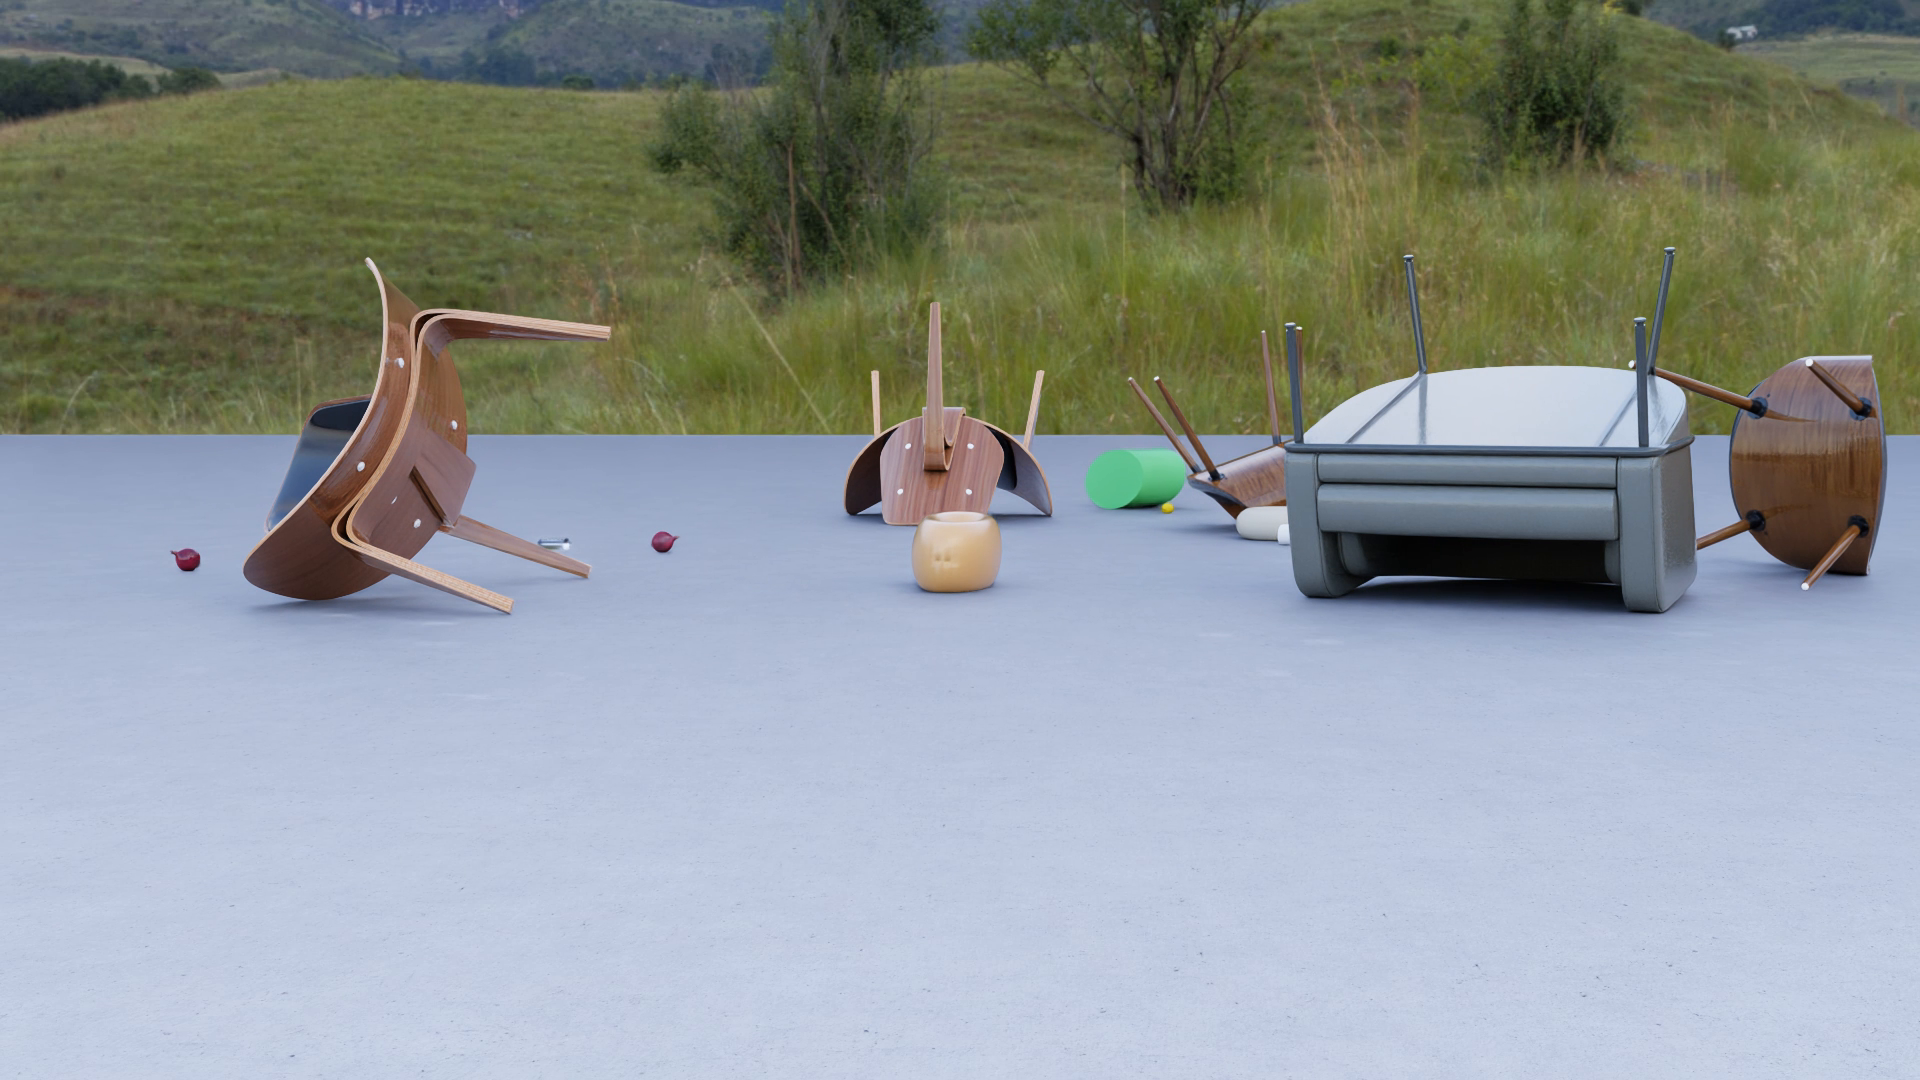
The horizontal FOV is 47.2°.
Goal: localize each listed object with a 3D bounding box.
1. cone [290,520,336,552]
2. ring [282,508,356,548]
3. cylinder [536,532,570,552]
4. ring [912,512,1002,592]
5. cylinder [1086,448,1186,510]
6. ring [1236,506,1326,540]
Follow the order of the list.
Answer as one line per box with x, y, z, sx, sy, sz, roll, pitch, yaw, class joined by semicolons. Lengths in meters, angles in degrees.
-1.779;0.006;6.142;0.162;0.094;0.095;7;-20;26;cone
-1.825;-0.032;6.258;0.183;0.105;0.212;1;5;40;ring
-1.131;0.012;6.120;0.073;0.034;0.058;29;31;14;cylinder
-0.006;0.026;5.010;0.198;0.160;0.448;3;6;8;ring
0.667;-0.234;8.337;0.263;0.215;0.305;-25;-12;35;cylinder
0.963;-0.049;6.596;0.272;0.092;0.264;-3;6;-28;ring
